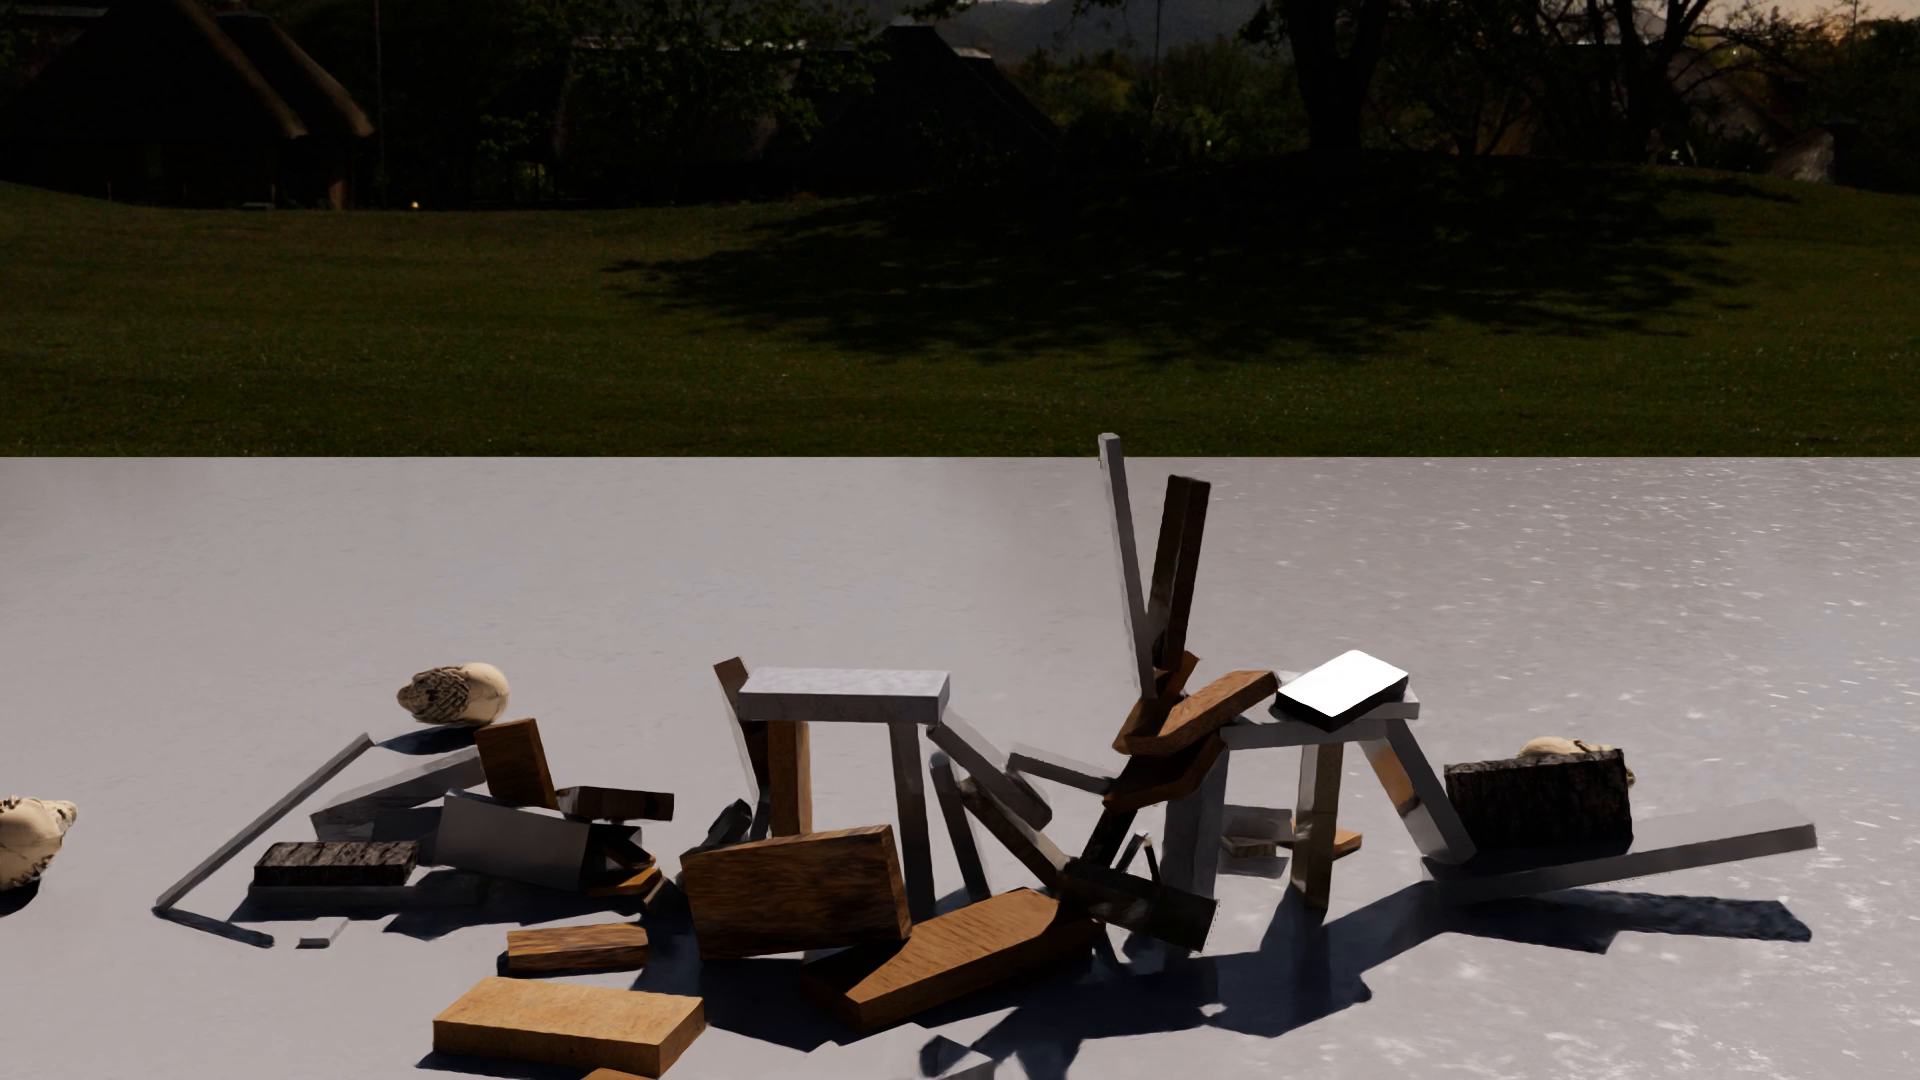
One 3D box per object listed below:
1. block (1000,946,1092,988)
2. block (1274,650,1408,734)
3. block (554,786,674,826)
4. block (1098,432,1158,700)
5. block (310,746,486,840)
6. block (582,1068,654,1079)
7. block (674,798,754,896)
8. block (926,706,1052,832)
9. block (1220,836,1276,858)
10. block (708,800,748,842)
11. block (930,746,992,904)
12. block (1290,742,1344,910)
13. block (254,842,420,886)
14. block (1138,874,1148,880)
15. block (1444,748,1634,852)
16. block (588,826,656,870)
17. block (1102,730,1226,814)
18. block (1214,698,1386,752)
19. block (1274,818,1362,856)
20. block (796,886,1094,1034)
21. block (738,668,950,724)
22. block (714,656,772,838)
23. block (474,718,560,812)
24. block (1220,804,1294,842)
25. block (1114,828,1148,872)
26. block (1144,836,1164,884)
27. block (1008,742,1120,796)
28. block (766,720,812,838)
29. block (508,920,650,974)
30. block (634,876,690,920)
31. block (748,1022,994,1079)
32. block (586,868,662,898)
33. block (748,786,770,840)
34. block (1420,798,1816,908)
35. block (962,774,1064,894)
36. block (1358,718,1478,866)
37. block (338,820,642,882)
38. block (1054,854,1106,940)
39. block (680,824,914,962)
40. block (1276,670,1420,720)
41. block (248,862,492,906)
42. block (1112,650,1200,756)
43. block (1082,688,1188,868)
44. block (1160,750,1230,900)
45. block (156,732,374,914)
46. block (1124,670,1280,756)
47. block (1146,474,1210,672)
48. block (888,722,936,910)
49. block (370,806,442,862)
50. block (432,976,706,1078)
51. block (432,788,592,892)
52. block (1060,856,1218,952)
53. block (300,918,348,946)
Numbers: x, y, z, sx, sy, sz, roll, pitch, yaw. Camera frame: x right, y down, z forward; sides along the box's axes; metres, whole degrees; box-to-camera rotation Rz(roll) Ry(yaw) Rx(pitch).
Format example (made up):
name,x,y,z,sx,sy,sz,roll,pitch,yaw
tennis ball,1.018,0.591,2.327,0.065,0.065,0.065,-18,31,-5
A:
name,x,y,z,sx,sy,sz,roll,pitch,yaw
block,0.114,0.637,3.351,0.085,0.024,0.169,10,14,42
block,0.610,0.240,3.508,0.107,0.030,0.213,26,33,37
block,-0.627,0.467,3.846,0.165,0.047,0.329,8,-11,-23
block,0.271,0.042,3.555,0.024,0.428,0.085,-10,10,-3
block,-0.973,0.440,3.918,0.329,0.047,0.165,-19,5,4
block,-0.470,0.746,2.698,0.166,0.047,0.332,5,12,26
block,-0.410,0.516,3.659,0.025,0.174,0.087,38,3,-13
block,0.048,0.372,3.625,0.245,0.035,0.122,42,8,-8
block,0.489,0.523,3.967,0.077,0.022,0.241,-3,11,-14
block,-0.400,0.518,3.816,0.025,0.087,0.174,-4,10,8
block,0.002,0.470,3.643,0.035,0.245,0.122,-16,10,3
block,0.590,0.450,3.638,0.040,0.285,0.143,3,10,-1
block,-1.035,0.539,3.662,0.243,0.034,0.121,0,11,-2
block,0.270,0.578,3.685,0.092,0.013,0.046,-4,11,-8
block,0.967,0.438,3.679,0.290,0.145,0.041,-7,14,15
block,-0.578,0.525,3.739,0.115,0.016,0.058,28,17,29
block,0.321,0.369,3.474,0.107,0.030,0.213,-51,14,-33
block,0.529,0.295,3.573,0.285,0.040,0.143,-3,11,-15
block,0.631,0.530,3.933,0.154,0.022,0.077,9,14,39
block,-0.019,0.620,3.276,0.422,0.047,0.167,-14,16,-34
block,-0.186,0.252,3.584,0.322,0.046,0.161,1,11,6
block,-0.346,0.379,3.795,0.047,0.332,0.166,-20,40,-11
block,-0.747,0.414,3.734,0.105,0.210,0.030,-11,6,21
block,0.508,0.496,3.865,0.154,0.077,0.022,3,56,15
block,0.282,0.526,3.673,0.013,0.092,0.046,31,13,15
block,0.324,0.545,3.659,0.013,0.092,0.046,-14,9,6
block,0.171,0.379,3.619,0.185,0.026,0.092,17,6,3
block,-0.279,0.432,3.636,0.046,0.322,0.161,-1,10,4
block,-0.589,0.627,3.387,0.210,0.030,0.105,-2,11,-13
block,-0.488,0.585,3.599,0.058,0.016,0.115,-26,20,-21
block,-0.135,0.717,2.856,0.332,0.047,0.166,-9,14,-41
block,-0.557,0.568,3.646,0.115,0.016,0.058,-9,17,28
block,-0.340,0.505,3.650,0.025,0.174,0.087,14,10,-5
block,1.086,0.519,3.654,0.616,0.041,0.145,-10,10,1
block,0.102,0.492,3.649,0.035,0.245,0.122,-44,8,7
block,0.748,0.401,3.670,0.041,0.290,0.145,-32,7,-11
block,-0.821,0.532,3.854,0.499,0.047,0.165,3,11,13
block,0.194,0.571,3.531,0.085,0.024,0.169,36,16,-6
block,-0.249,0.534,3.325,0.334,0.167,0.047,-9,5,20
block,0.626,0.252,3.566,0.213,0.030,0.107,2,21,-5
block,-0.980,0.573,3.667,0.375,0.034,0.122,0,11,1
block,0.320,0.267,3.609,0.026,0.184,0.092,34,-14,-11
block,0.288,0.407,3.654,0.026,0.359,0.092,24,10,-9
block,0.386,0.451,3.631,0.040,0.285,0.143,3,9,-16
block,-1.146,0.464,3.632,0.428,0.013,0.046,-40,21,-10
block,0.383,0.273,3.477,0.230,0.033,0.115,-28,9,-27
block,0.350,0.053,3.591,0.033,0.310,0.115,8,5,-13
block,-0.079,0.429,3.644,0.046,0.322,0.161,-6,11,0
block,-0.906,0.512,3.774,0.210,0.105,0.030,-4,-34,9
block,-0.544,0.677,3.071,0.334,0.047,0.167,3,11,14
block,-0.747,0.502,3.672,0.243,0.122,0.034,12,10,-3
block,0.270,0.557,3.357,0.230,0.115,0.033,16,55,8
block,-1.006,0.619,3.476,0.046,0.013,0.093,0,11,2
